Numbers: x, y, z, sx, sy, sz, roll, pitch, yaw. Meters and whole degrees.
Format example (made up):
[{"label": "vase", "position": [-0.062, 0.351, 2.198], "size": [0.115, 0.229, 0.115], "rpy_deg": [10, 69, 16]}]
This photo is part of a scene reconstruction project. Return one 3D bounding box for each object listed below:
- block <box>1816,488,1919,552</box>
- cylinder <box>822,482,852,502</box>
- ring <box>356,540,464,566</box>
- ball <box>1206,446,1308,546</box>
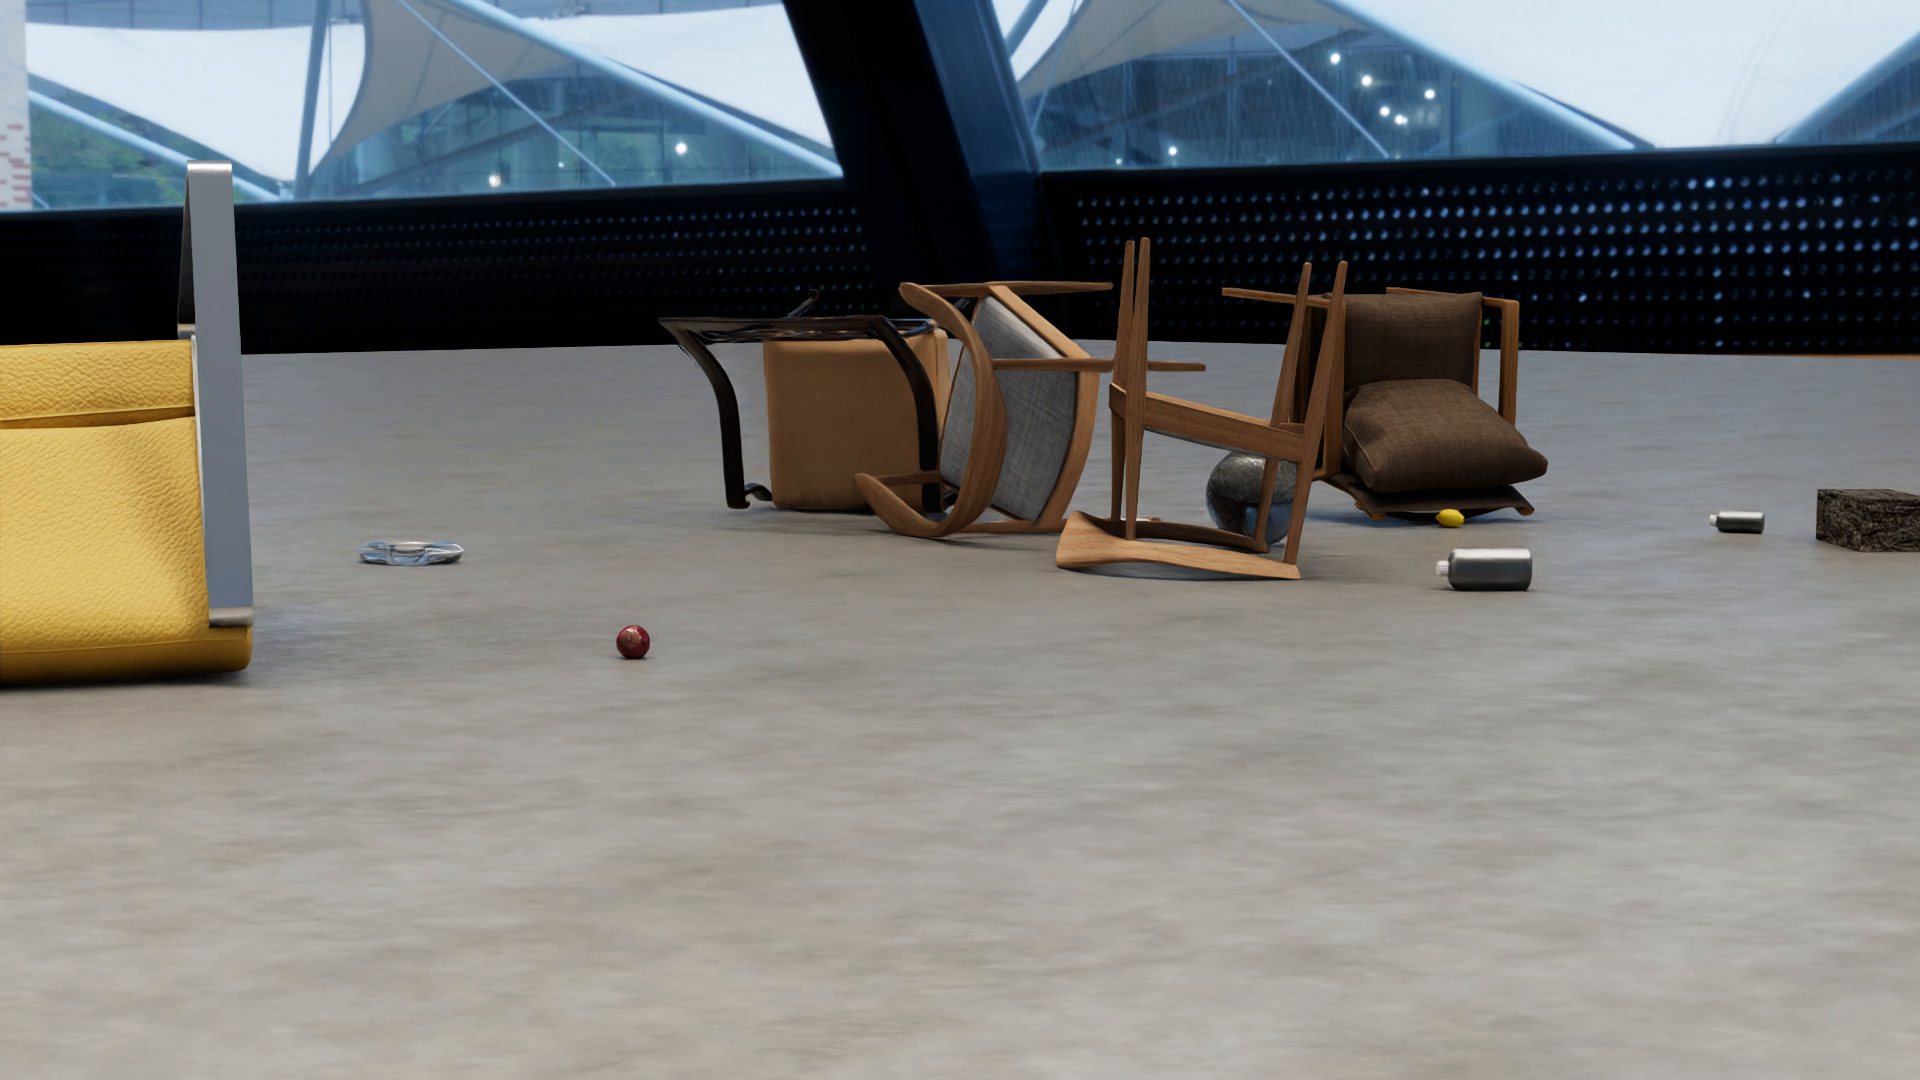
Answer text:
[{"label": "block", "position": [2.236, -0.049, 6.273], "size": [0.177, 0.127, 0.298], "rpy_deg": [0, 6, -2]}, {"label": "cylinder", "position": [-0.359, -0.140, 7.497], "size": [0.072, 0.056, 0.057], "rpy_deg": [4, 15, 33]}, {"label": "ring", "position": [-1.266, 0.029, 5.907], "size": [0.257, 0.048, 0.152], "rpy_deg": [1, 7, 12]}, {"label": "ball", "position": [0.722, -0.107, 6.250], "size": [0.246, 0.246, 0.246], "rpy_deg": [0, 6, 0]}]
